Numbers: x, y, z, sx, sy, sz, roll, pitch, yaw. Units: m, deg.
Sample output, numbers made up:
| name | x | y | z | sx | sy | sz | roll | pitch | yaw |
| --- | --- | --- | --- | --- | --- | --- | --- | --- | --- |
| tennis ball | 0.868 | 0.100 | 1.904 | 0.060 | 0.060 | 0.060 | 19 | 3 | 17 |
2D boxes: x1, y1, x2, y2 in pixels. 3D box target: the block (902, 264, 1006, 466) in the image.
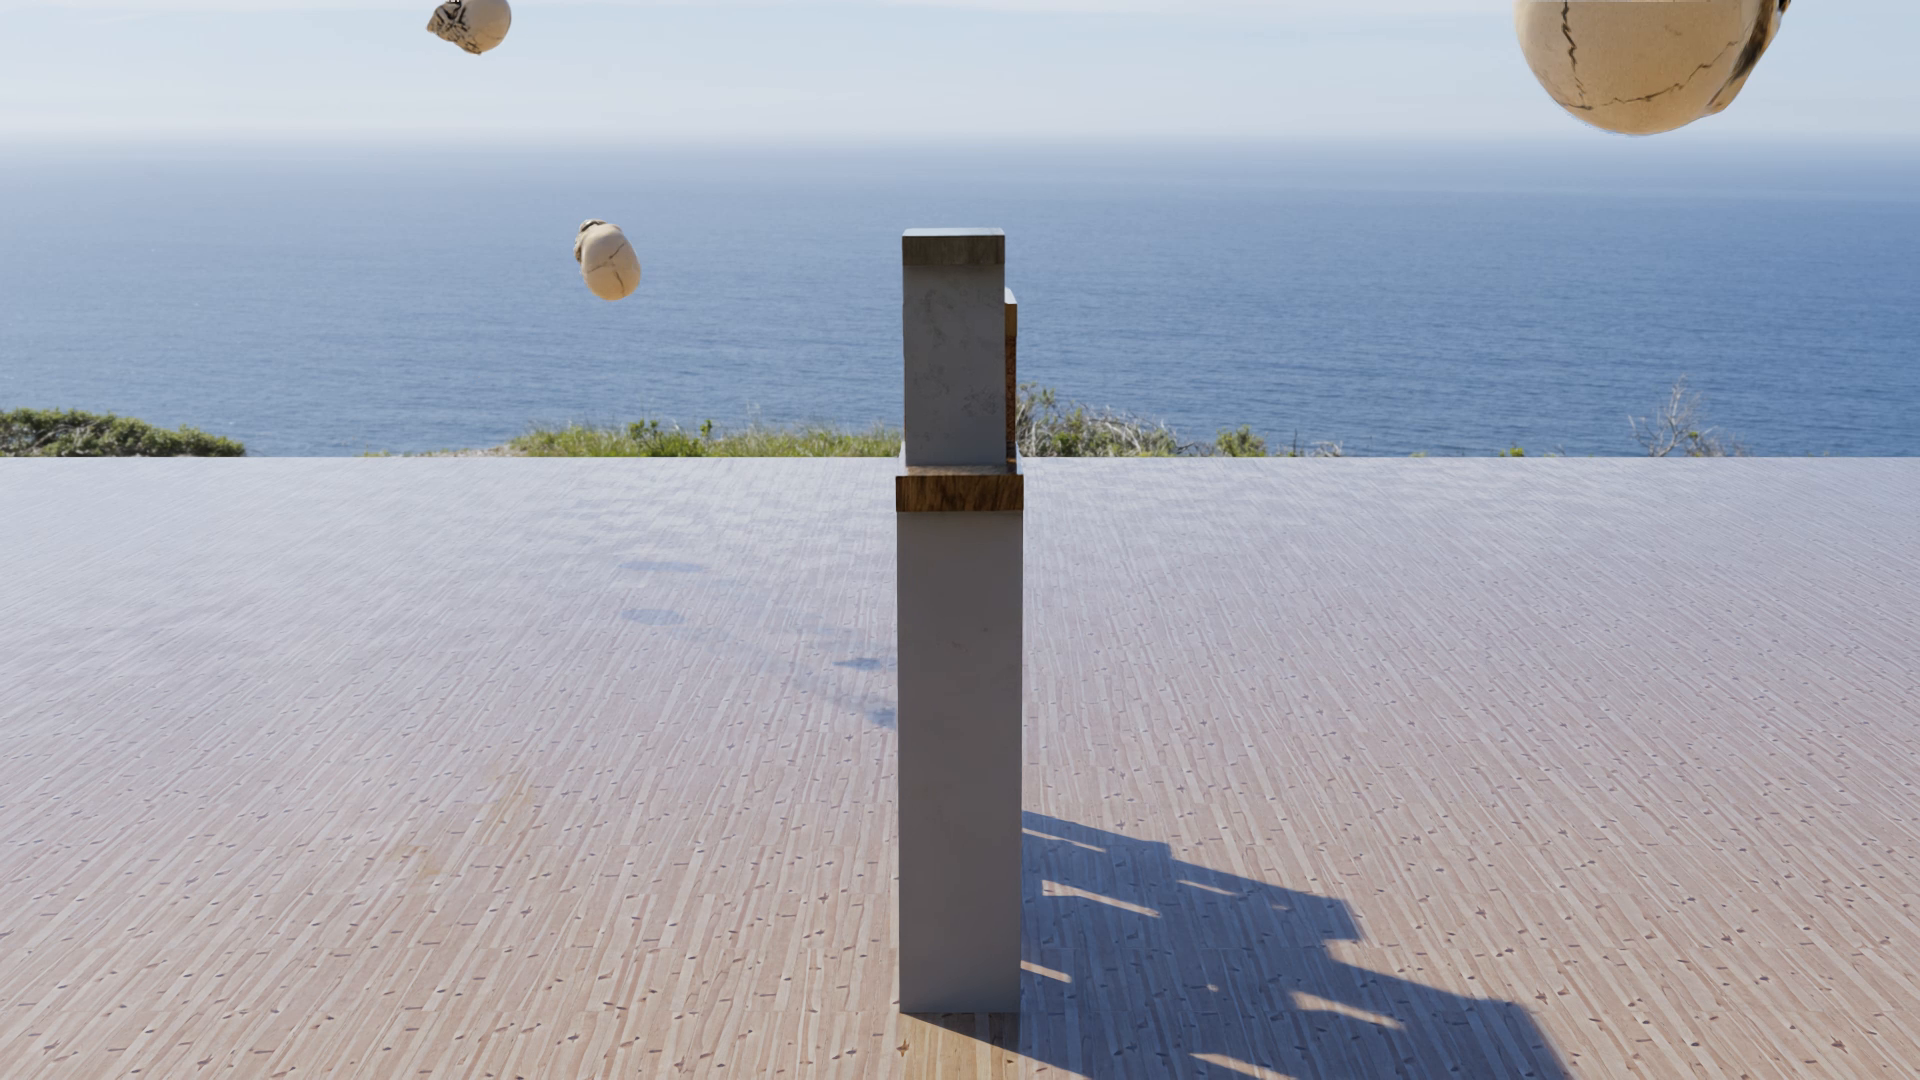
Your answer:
| name | x | y | z | sx | sy | sz | roll | pitch | yaw |
| --- | --- | --- | --- | --- | --- | --- | --- | --- | --- |
| block | -0.007 | -0.246 | 3.082 | 0.141 | 0.282 | 0.040 | -1 | 10 | 0 |

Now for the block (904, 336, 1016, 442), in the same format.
| name | x | y | z | sx | sy | sz | roll | pitch | yaw |
| --- | --- | --- | --- | --- | --- | --- | --- | --- | --- |
| block | 0.000 | -0.150 | 3.399 | 0.171 | 0.341 | 0.048 | 0 | 11 | -1 |

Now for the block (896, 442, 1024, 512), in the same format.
| name | x | y | z | sx | sy | sz | roll | pitch | yaw |
| --- | --- | --- | --- | --- | --- | --- | --- | --- | --- |
| block | 0.000 | -0.094 | 3.173 | 0.175 | 0.050 | 0.350 | -1 | 10 | 0 |

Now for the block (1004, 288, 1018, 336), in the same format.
| name | x | y | z | sx | sy | sz | roll | pitch | yaw |
| --- | --- | --- | --- | --- | --- | --- | --- | --- | --- |
| block | -0.001 | -0.362 | 3.476 | 0.171 | 0.048 | 0.341 | 0 | 11 | -1 |

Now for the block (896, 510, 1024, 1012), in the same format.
| name | x | y | z | sx | sy | sz | roll | pitch | yaw |
| --- | --- | --- | --- | --- | --- | --- | --- | --- | --- |
| block | 0.000 | 0.315 | 3.130 | 0.175 | 0.738 | 0.050 | 0 | 11 | 0 |

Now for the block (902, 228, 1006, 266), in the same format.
| name | x | y | z | sx | sy | sz | roll | pitch | yaw |
| --- | --- | --- | --- | --- | --- | --- | --- | --- | --- |
| block | -0.009 | -0.421 | 3.146 | 0.141 | 0.040 | 0.282 | -1 | 10 | 0 |
